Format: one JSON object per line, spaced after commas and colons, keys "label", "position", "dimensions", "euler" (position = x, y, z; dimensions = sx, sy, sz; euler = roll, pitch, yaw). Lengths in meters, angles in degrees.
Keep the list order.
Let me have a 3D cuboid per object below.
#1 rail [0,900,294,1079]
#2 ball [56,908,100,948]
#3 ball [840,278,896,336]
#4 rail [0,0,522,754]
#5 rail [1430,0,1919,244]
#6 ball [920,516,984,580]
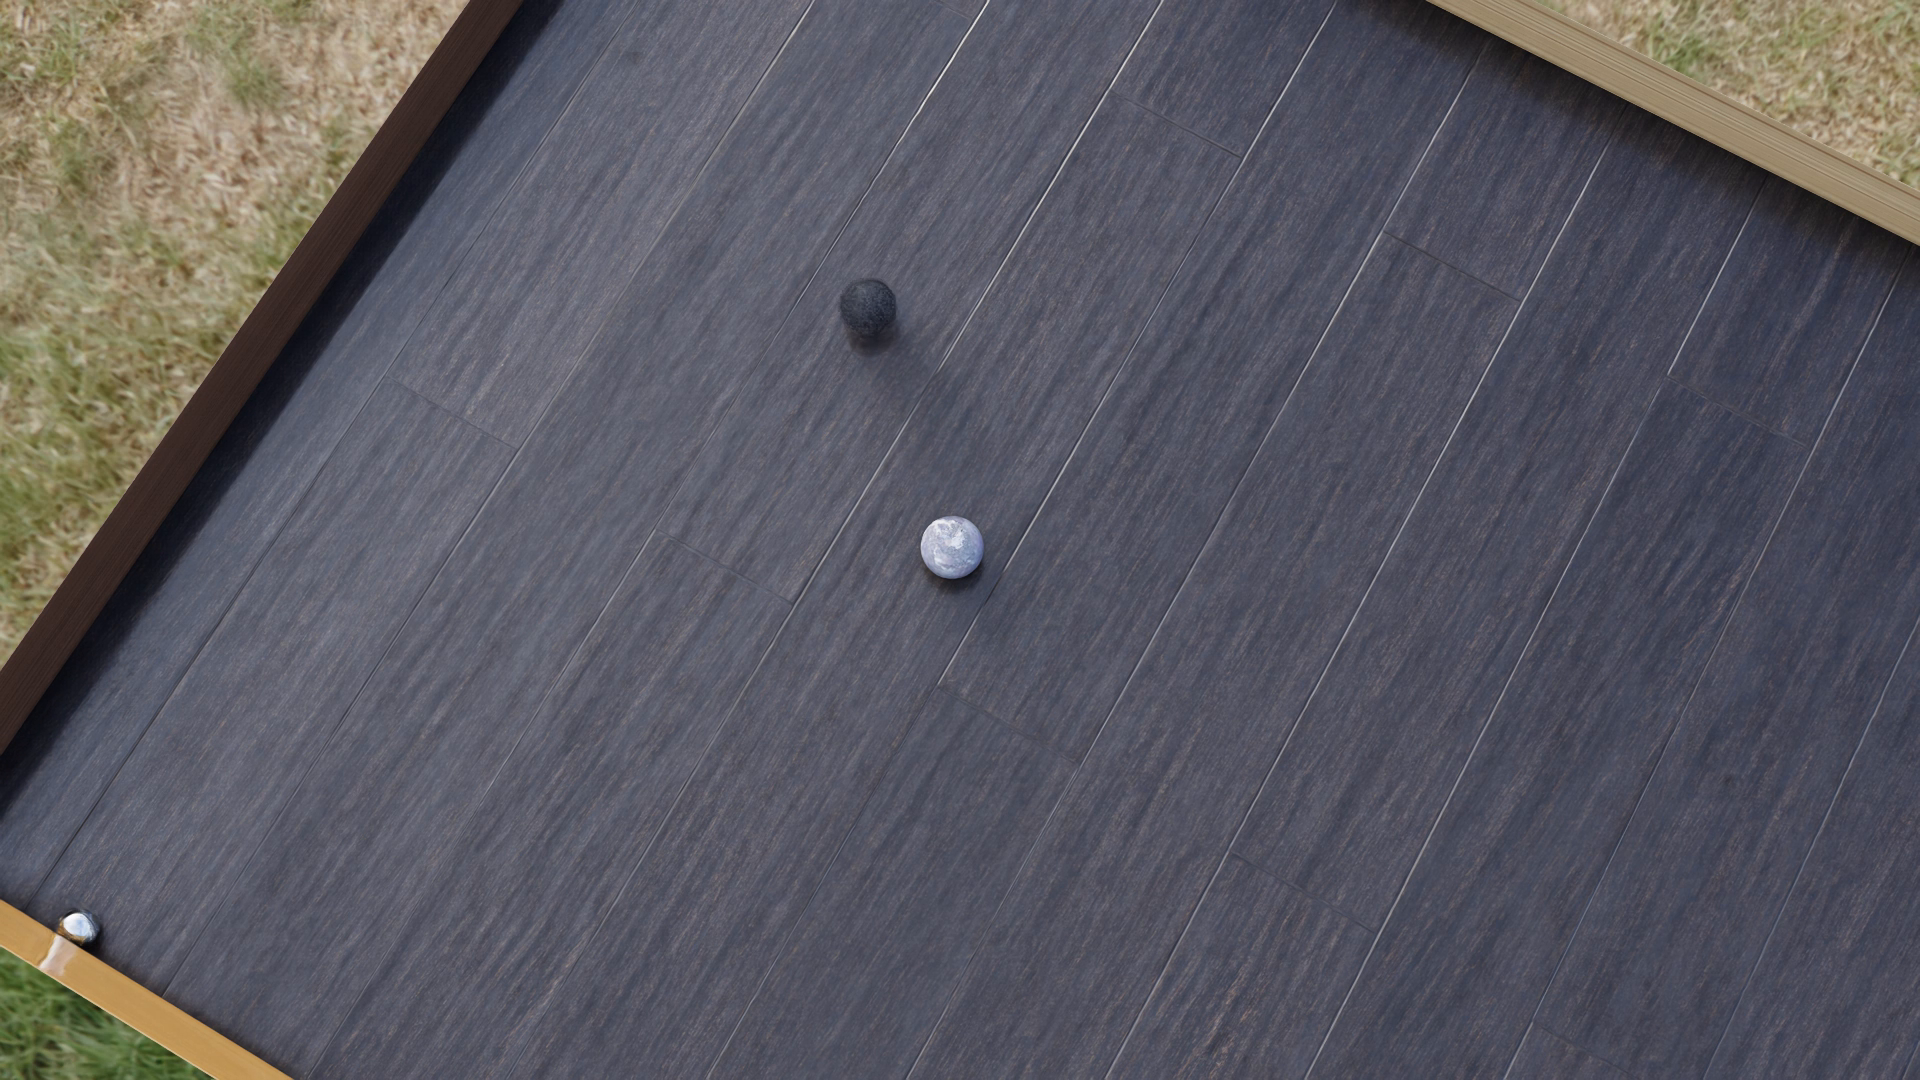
{"label": "rail", "position": [0.377, 1.515, 2.908], "dimensions": [4.433, 0.125, 0.045], "euler": [29, 77, 8]}
{"label": "ball", "position": [-1.285, 0.565, 3.204], "dimensions": [0.059, 0.059, 0.059], "euler": [0, 75, 0]}
{"label": "ball", "position": [-0.143, -0.365, 3.444], "dimensions": [0.088, 0.088, 0.088], "euler": [0, 75, 0]}
{"label": "rail", "position": [-0.942, -0.523, 3.467], "dimensions": [0.045, 0.125, 2.412], "euler": [29, 77, 8]}
{"label": "rail", "position": [1.548, -0.465, 3.451], "dimensions": [4.433, 0.125, 0.045], "euler": [29, 77, 8]}
{"label": "ball", "position": [-0.012, 0.011, 3.336], "dimensions": [0.097, 0.097, 0.097], "euler": [0, 75, 0]}
